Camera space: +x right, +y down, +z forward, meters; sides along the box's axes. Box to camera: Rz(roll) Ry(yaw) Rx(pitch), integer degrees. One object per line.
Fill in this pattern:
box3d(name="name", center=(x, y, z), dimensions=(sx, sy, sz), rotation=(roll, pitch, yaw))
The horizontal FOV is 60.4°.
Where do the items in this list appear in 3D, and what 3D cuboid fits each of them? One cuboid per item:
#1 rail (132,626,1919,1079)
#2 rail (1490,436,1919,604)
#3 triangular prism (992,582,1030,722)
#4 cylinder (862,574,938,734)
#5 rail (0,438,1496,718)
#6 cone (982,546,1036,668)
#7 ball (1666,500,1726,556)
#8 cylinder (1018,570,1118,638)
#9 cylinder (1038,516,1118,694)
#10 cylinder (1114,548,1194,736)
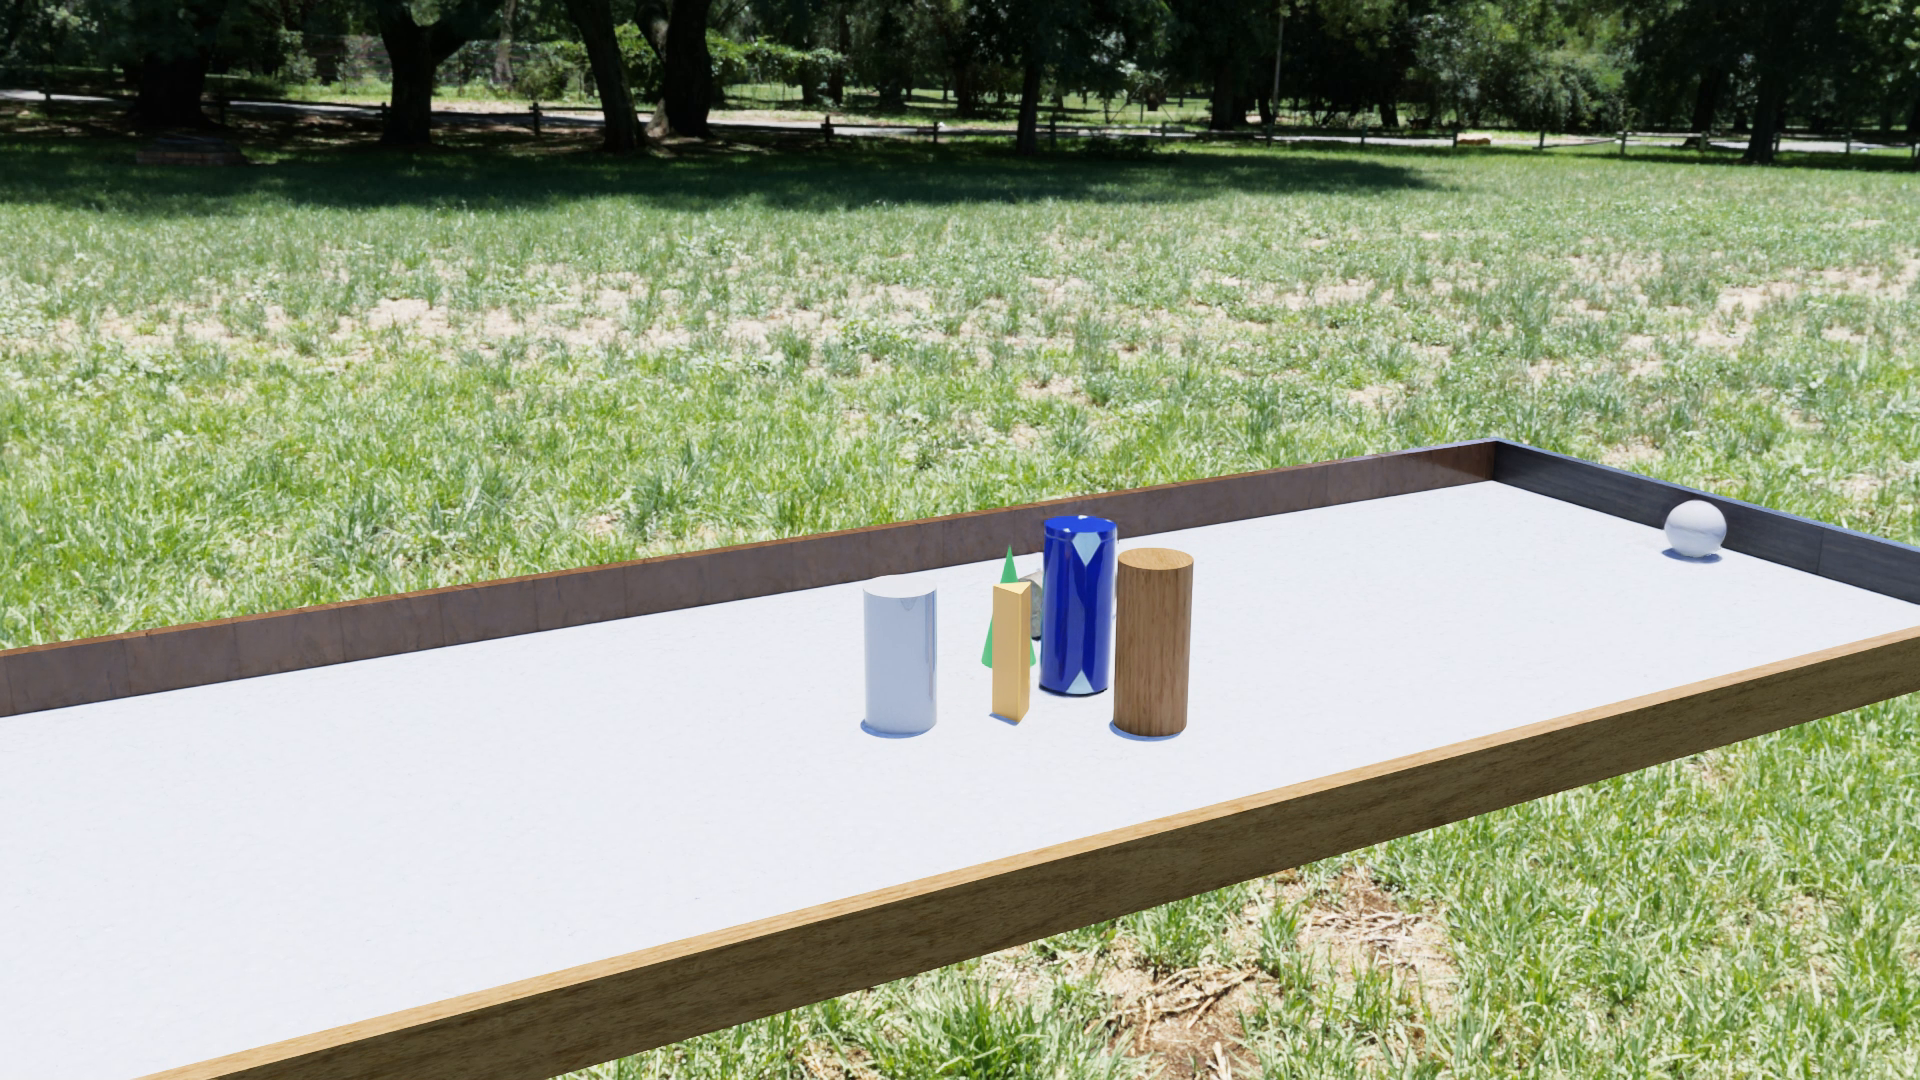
box3d(name="rail", center=(-2.336, 1.006, 1.665), dimensions=(12.000, 0.150, 0.050), rotation=(-9, 18, -27))
box3d(name="rail", center=(2.466, -0.048, 5.253), dimensions=(0.050, 0.150, 2.100), rotation=(-9, 18, -27))
box3d(name="triangular prism", center=(0.137, 0.260, 3.903), dimensions=(0.078, 0.319, 0.091), rotation=(-15, 22, -41))
box3d(name="cylinder", center=(-0.139, 0.267, 3.854), dimensions=(0.172, 0.335, 0.172), rotation=(0, 16, 0))
box3d(name="rail", center=(-3.305, 0.497, 3.399), dimensions=(12.000, 0.150, 0.050), rotation=(-9, 18, -27))
box3d(name="cone", center=(0.126, 0.162, 4.241), dimensions=(0.144, 0.318, 0.144), rotation=(0, 16, 0))
box3d(name="ball", center=(2.305, -0.037, 5.168), dimensions=(0.176, 0.176, 0.176), rotation=(0, 16, 0))
box3d(name="cylinder", center=(0.281, 0.150, 4.553), dimensions=(0.165, 0.165, 0.309), rotation=(13, 21, 38))
box3d(name="cylinder", center=(0.290, 0.158, 4.080), dimensions=(0.177, 0.407, 0.177), rotation=(1, 14, 0))
box3d(name="cylinder", center=(0.448, 0.236, 3.834), dimensions=(0.174, 0.405, 0.174), rotation=(0, 16, 0))
